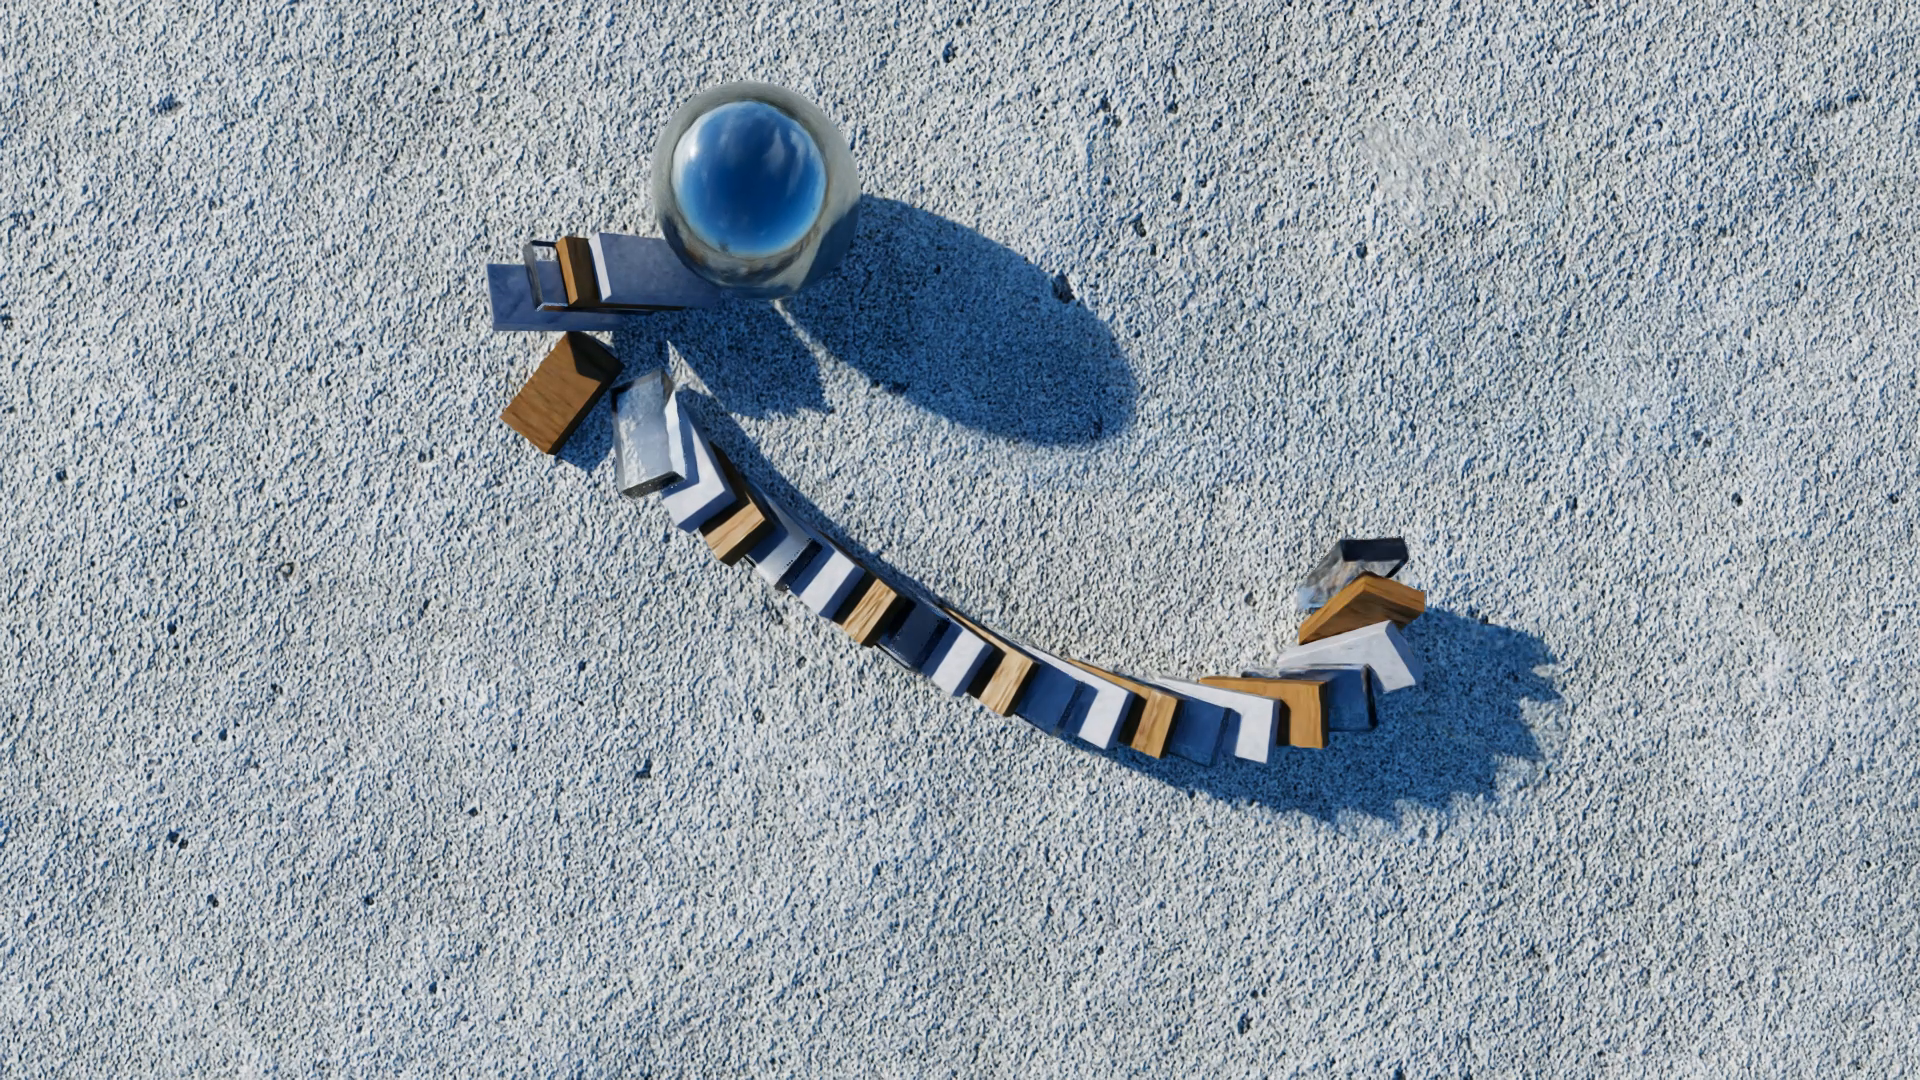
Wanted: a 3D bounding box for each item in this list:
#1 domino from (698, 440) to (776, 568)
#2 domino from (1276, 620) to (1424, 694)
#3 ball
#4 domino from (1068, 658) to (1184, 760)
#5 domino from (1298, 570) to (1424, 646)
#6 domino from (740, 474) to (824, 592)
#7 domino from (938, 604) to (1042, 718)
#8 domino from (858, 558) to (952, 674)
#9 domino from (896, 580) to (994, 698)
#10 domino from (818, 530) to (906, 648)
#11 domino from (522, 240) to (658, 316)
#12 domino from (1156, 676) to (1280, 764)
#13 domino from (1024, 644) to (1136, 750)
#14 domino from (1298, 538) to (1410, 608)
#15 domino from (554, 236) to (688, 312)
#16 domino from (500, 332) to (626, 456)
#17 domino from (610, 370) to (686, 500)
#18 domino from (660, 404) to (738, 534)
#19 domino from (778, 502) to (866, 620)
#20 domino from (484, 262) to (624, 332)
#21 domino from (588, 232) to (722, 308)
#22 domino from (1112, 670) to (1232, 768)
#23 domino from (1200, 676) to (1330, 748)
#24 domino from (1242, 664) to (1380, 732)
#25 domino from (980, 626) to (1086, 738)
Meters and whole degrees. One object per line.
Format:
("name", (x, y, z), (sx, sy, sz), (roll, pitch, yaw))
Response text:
("domino", (-0.100, -0.016, 0.384), (0.025, 0.010, 0.050), (-40, 63, 2))
("domino", (0.160, 0.052, 0.378), (0.010, 0.050, 0.025), (-34, 92, -42))
("ball", (-0.079, -0.135, 0.360), (0.080, 0.080, 0.080), (0, 90, 0))
("domino", (0.065, 0.070, 0.383), (0.050, 0.010, 0.025), (18, 90, 32))
("domino", (0.164, 0.033, 0.377), (0.025, 0.050, 0.009), (21, 56, 0))
("domino", (-0.083, -0.004, 0.384), (0.050, 0.010, 0.025), (40, 90, 28))
("domino", (0.006, 0.050, 0.384), (0.050, 0.009, 0.025), (30, 90, 29))
("domino", (-0.031, 0.031, 0.384), (0.050, 0.010, 0.025), (34, 90, 28))
("domino", (-0.013, 0.041, 0.384), (0.050, 0.009, 0.025), (33, 90, 29))
("domino", (-0.049, 0.020, 0.384), (0.050, 0.009, 0.025), (37, 90, 28))
("domino", (-0.151, -0.107, 0.379), (0.009, 0.050, 0.025), (-12, 90, 44))
("domino", (0.106, 0.074, 0.382), (0.050, 0.009, 0.025), (7, 90, 36))
("domino", (0.045, 0.065, 0.383), (0.050, 0.009, 0.025), (22, 90, 30))
("domino", (0.160, 0.014, 0.375), (0.025, 0.050, 0.010), (-2, 65, 0))
("domino", (-0.138, -0.109, 0.379), (0.010, 0.050, 0.025), (-12, 90, 44))
("domino", (-0.171, -0.064, 0.395), (0.025, 0.010, 0.050), (38, 90, 0))
("domino", (-0.131, -0.044, 0.383), (0.025, 0.009, 0.050), (-20, 66, 11))
("domino", (-0.115, -0.030, 0.384), (0.025, 0.009, 0.050), (-35, 64, 5))
("domino", (-0.065, 0.008, 0.384), (0.050, 0.010, 0.025), (37, 90, 28))
("domino", (-0.169, -0.101, 0.383), (0.050, 0.010, 0.025), (-7, 86, -29))
("domino", (-0.125, -0.111, 0.379), (0.009, 0.050, 0.025), (-12, 90, 44))
("domino", (0.085, 0.074, 0.382), (0.050, 0.010, 0.025), (16, 90, 33))
("domino", (0.126, 0.071, 0.381), (0.050, 0.009, 0.025), (-3, 90, 39))
("domino", (0.144, 0.065, 0.380), (0.050, 0.009, 0.025), (-10, 90, 43))
("domino", (0.025, 0.059, 0.384), (0.050, 0.010, 0.025), (28, 90, 30))
